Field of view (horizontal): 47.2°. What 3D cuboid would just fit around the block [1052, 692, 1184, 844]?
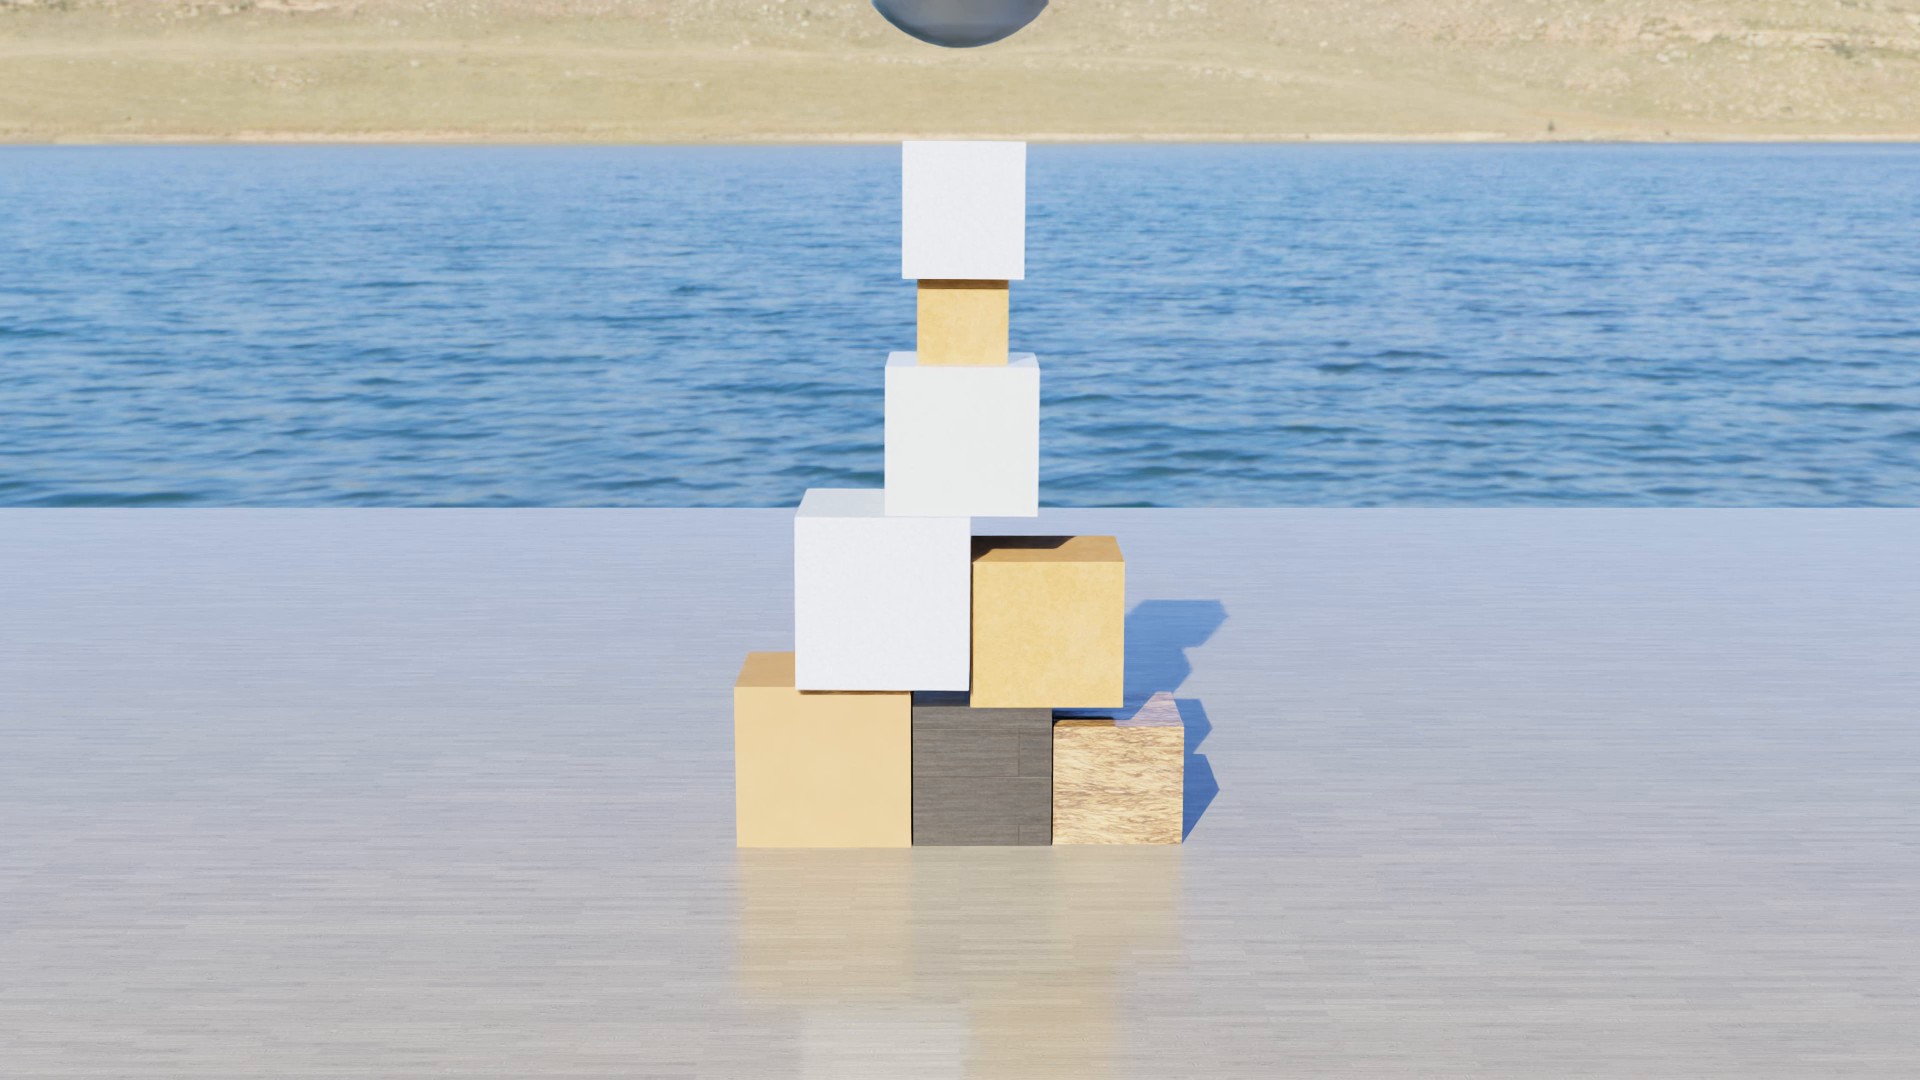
[{"bbox_3d":[0.795,1.171,11.411,0.653,0.613,0.717,0,10,0],"label":"block"}]

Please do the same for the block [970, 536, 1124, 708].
[{"bbox_3d":[0.432,0.405,11.244,0.758,0.737,0.733,0,10,0],"label":"block"}]

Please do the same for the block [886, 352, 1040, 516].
[{"bbox_3d":[0.009,-0.546,11.086,0.747,0.730,0.783,0,10,0],"label":"block"}]

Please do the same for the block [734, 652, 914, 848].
[{"bbox_3d":[-0.684,1.069,11.368,0.876,0.829,0.768,0,10,0],"label":"block"}]

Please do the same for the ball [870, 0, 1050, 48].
[{"bbox_3d":[0.000,-4.303,15.587,1.600,1.600,1.600,0,10,0],"label":"ball"}]

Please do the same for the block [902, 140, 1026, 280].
[{"bbox_3d":[0.018,-1.637,10.865,0.588,0.655,0.617,0,10,0],"label":"block"}]

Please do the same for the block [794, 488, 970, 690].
[{"bbox_3d":[-0.381,0.235,11.222,0.853,0.862,0.905,0,10,0],"label":"block"}]

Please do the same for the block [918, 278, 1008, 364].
[{"bbox_3d":[0.014,-1.111,10.977,0.442,0.421,0.472,0,10,0],"label":"block"}]

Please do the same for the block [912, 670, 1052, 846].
[{"bbox_3d":[0.112,1.119,11.390,0.694,0.722,0.753,0,10,0],"label":"block"}]
